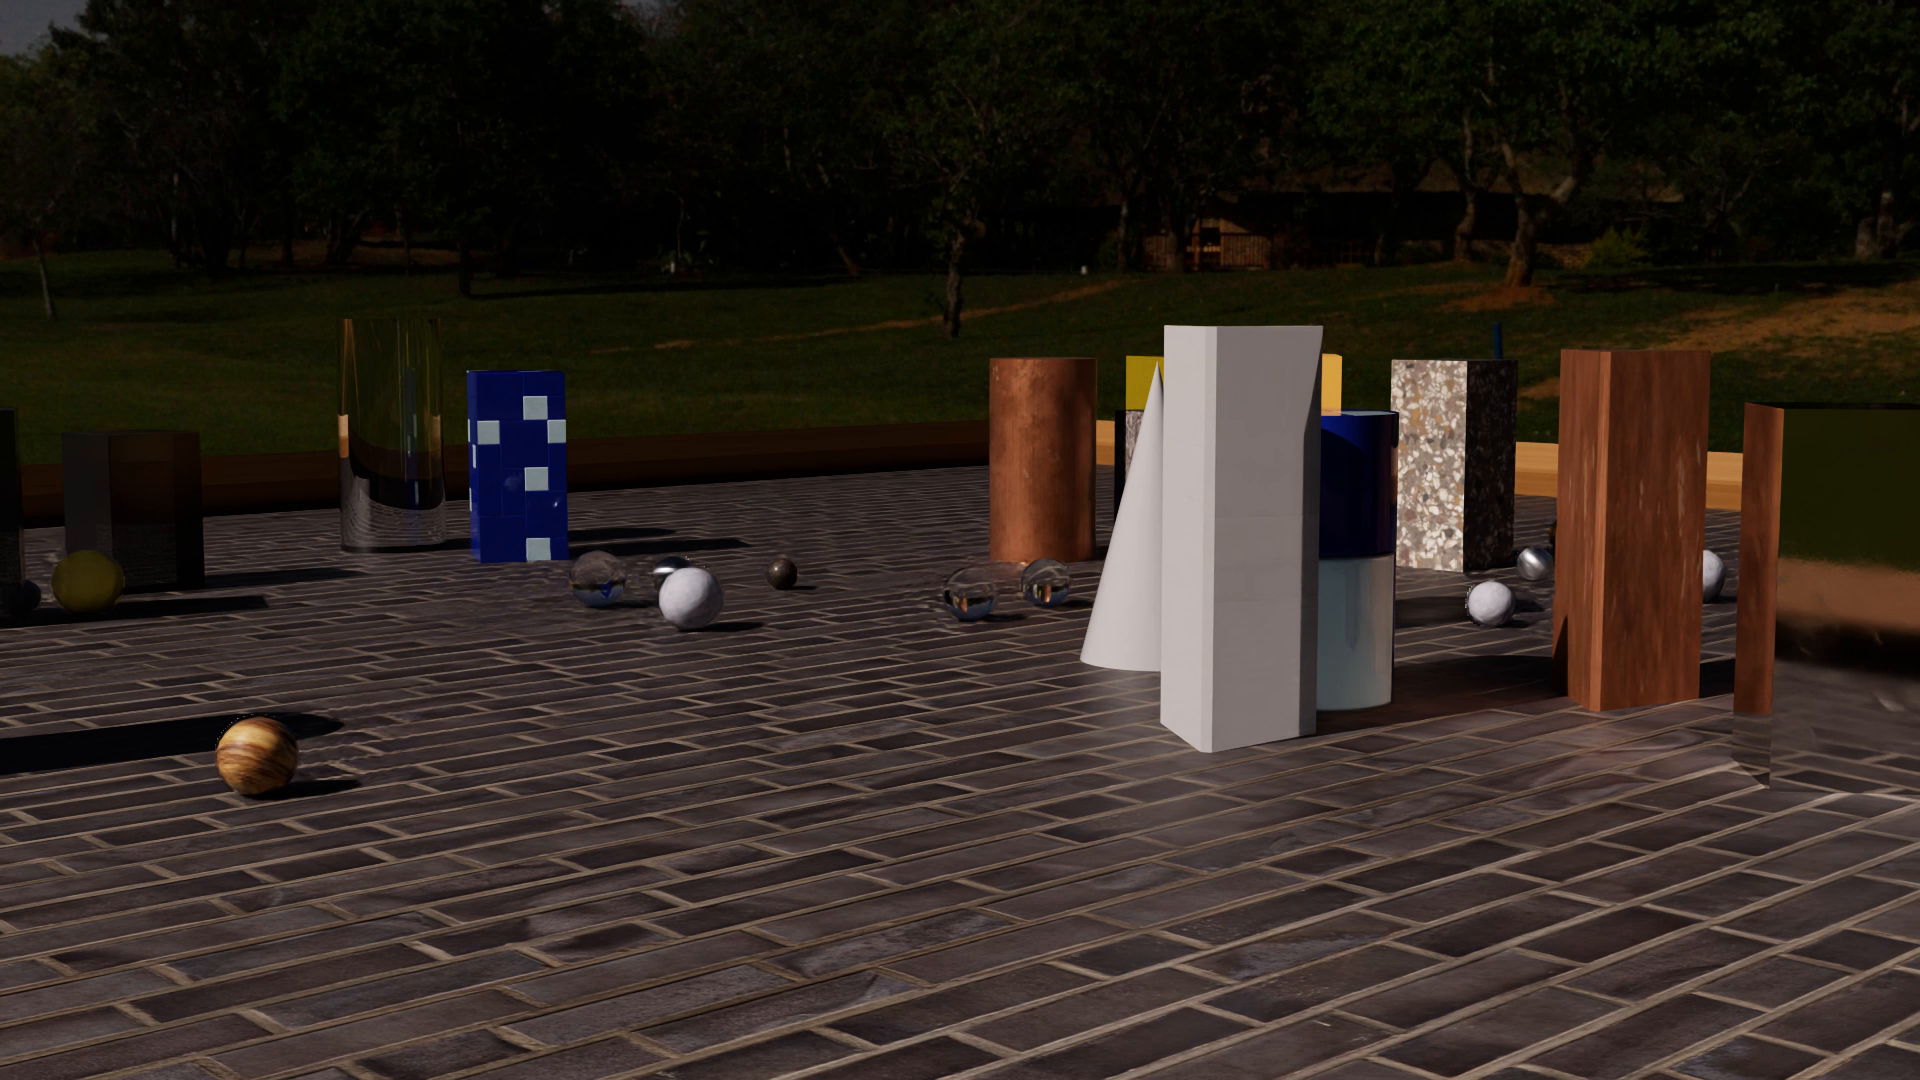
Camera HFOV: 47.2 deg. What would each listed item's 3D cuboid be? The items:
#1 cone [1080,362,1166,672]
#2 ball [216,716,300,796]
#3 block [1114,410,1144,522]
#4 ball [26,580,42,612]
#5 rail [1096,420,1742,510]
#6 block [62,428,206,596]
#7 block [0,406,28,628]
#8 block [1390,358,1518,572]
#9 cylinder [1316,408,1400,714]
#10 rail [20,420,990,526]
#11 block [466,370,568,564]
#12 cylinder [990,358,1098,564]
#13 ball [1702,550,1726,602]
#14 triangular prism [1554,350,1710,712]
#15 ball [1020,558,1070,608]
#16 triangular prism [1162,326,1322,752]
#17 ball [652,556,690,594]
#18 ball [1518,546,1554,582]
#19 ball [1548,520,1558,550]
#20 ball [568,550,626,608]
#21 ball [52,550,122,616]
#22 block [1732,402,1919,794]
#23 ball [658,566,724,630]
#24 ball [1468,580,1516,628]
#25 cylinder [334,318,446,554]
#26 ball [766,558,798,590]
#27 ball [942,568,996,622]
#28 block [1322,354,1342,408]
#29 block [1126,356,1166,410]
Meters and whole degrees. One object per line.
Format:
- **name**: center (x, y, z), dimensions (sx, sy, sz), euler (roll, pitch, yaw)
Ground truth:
- **cone**: center (0.248, -0.037, 2.783), dimensions (0.191, 0.380, 0.191), euler (0, 6, 0)
- **ball**: center (-0.643, 0.198, 2.015), dimensions (0.072, 0.072, 0.072), euler (0, 6, 0)
- **block**: center (0.382, -0.099, 3.922), dimensions (0.153, 0.263, 0.153), euler (-3, 7, -30)
- **ball**: center (-1.378, 0.082, 3.239), dimensions (0.047, 0.047, 0.047), euler (0, 6, 0)
- **rail**: center (1.682, -0.130, 4.875), dimensions (0.045, 0.124, 4.322), euler (-6, 8, -42)
- **block**: center (-1.320, -0.048, 3.513), dimensions (0.153, 0.248, 0.153), euler (5, 8, 42)
- **block**: center (-1.410, -0.033, 3.107), dimensions (0.153, 0.304, 0.153), euler (-2, 6, -21)
- **block**: center (0.854, -0.134, 3.814), dimensions (0.153, 0.356, 0.153), euler (-6, 8, -43)
- **cylinder**: center (0.400, 0.018, 2.505), dimensions (0.191, 0.328, 0.191), euler (0, 6, 0)
- **rail**: center (-1.449, -0.132, 4.894), dimensions (4.624, 0.124, 0.045), euler (-6, 8, -42)
- **block**: center (-0.793, -0.135, 3.935), dimensions (0.153, 0.333, 0.153), euler (-2, 6, -19)
- **cylinder**: center (0.148, -0.146, 3.926), dimensions (0.191, 0.356, 0.191), euler (0, 6, 0)
- **ball**: center (1.123, 0.053, 3.348), dimensions (0.081, 0.081, 0.081), euler (0, 6, 0)
- **triangular prism**: center (0.739, -0.019, 2.521), dimensions (0.166, 0.397, 0.144), euler (-3, 7, -30)
- **ball**: center (0.128, 0.064, 3.286), dimensions (0.074, 0.074, 0.074), euler (0, 6, 0)
- **triangular prism**: center (0.265, -0.009, 2.296), dimensions (0.166, 0.426, 0.144), euler (-5, 8, -40)
- **ball**: center (-0.441, 0.057, 3.385), dimensions (0.065, 0.065, 0.065), euler (0, 6, 0)
- **ball**: center (0.940, 0.039, 3.591), dimensions (0.058, 0.058, 0.058), euler (0, 6, 0)
- **ball**: center (1.110, -0.009, 4.019), dimensions (0.066, 0.066, 0.066), euler (0, 6, 0)
- **ball**: center (-0.541, 0.058, 3.283), dimensions (0.085, 0.085, 0.085), euler (0, 6, 0)
- **ball**: center (-1.268, 0.062, 3.195), dimensions (0.096, 0.096, 0.096), euler (0, 6, 0)
- **block**: center (0.834, 0.050, 2.083), dimensions (0.153, 0.353, 0.153), euler (1, 6, 7)
- **ball**: center (-0.372, 0.082, 3.045), dimensions (0.089, 0.089, 0.089), euler (0, 6, 0)
- **ball**: center (0.745, 0.090, 3.083), dimensions (0.065, 0.065, 0.065), euler (0, 6, 0)
- **cylinder**: center (-1.056, -0.197, 4.080), dimensions (0.191, 0.425, 0.191), euler (0, 6, 0)
- **ball**: center (-0.282, 0.054, 3.486), dimensions (0.051, 0.051, 0.051), euler (0, 6, 0)
- **ball**: center (0.013, 0.077, 3.140), dimensions (0.077, 0.077, 0.077), euler (0, 6, 0)
- **block**: center (0.445, -0.066, 3.058), dimensions (0.153, 0.380, 0.153), euler (1, 6, 6)
- **block**: center (0.442, -0.200, 4.475), dimensions (0.153, 0.348, 0.153), euler (-3, 7, -26)
